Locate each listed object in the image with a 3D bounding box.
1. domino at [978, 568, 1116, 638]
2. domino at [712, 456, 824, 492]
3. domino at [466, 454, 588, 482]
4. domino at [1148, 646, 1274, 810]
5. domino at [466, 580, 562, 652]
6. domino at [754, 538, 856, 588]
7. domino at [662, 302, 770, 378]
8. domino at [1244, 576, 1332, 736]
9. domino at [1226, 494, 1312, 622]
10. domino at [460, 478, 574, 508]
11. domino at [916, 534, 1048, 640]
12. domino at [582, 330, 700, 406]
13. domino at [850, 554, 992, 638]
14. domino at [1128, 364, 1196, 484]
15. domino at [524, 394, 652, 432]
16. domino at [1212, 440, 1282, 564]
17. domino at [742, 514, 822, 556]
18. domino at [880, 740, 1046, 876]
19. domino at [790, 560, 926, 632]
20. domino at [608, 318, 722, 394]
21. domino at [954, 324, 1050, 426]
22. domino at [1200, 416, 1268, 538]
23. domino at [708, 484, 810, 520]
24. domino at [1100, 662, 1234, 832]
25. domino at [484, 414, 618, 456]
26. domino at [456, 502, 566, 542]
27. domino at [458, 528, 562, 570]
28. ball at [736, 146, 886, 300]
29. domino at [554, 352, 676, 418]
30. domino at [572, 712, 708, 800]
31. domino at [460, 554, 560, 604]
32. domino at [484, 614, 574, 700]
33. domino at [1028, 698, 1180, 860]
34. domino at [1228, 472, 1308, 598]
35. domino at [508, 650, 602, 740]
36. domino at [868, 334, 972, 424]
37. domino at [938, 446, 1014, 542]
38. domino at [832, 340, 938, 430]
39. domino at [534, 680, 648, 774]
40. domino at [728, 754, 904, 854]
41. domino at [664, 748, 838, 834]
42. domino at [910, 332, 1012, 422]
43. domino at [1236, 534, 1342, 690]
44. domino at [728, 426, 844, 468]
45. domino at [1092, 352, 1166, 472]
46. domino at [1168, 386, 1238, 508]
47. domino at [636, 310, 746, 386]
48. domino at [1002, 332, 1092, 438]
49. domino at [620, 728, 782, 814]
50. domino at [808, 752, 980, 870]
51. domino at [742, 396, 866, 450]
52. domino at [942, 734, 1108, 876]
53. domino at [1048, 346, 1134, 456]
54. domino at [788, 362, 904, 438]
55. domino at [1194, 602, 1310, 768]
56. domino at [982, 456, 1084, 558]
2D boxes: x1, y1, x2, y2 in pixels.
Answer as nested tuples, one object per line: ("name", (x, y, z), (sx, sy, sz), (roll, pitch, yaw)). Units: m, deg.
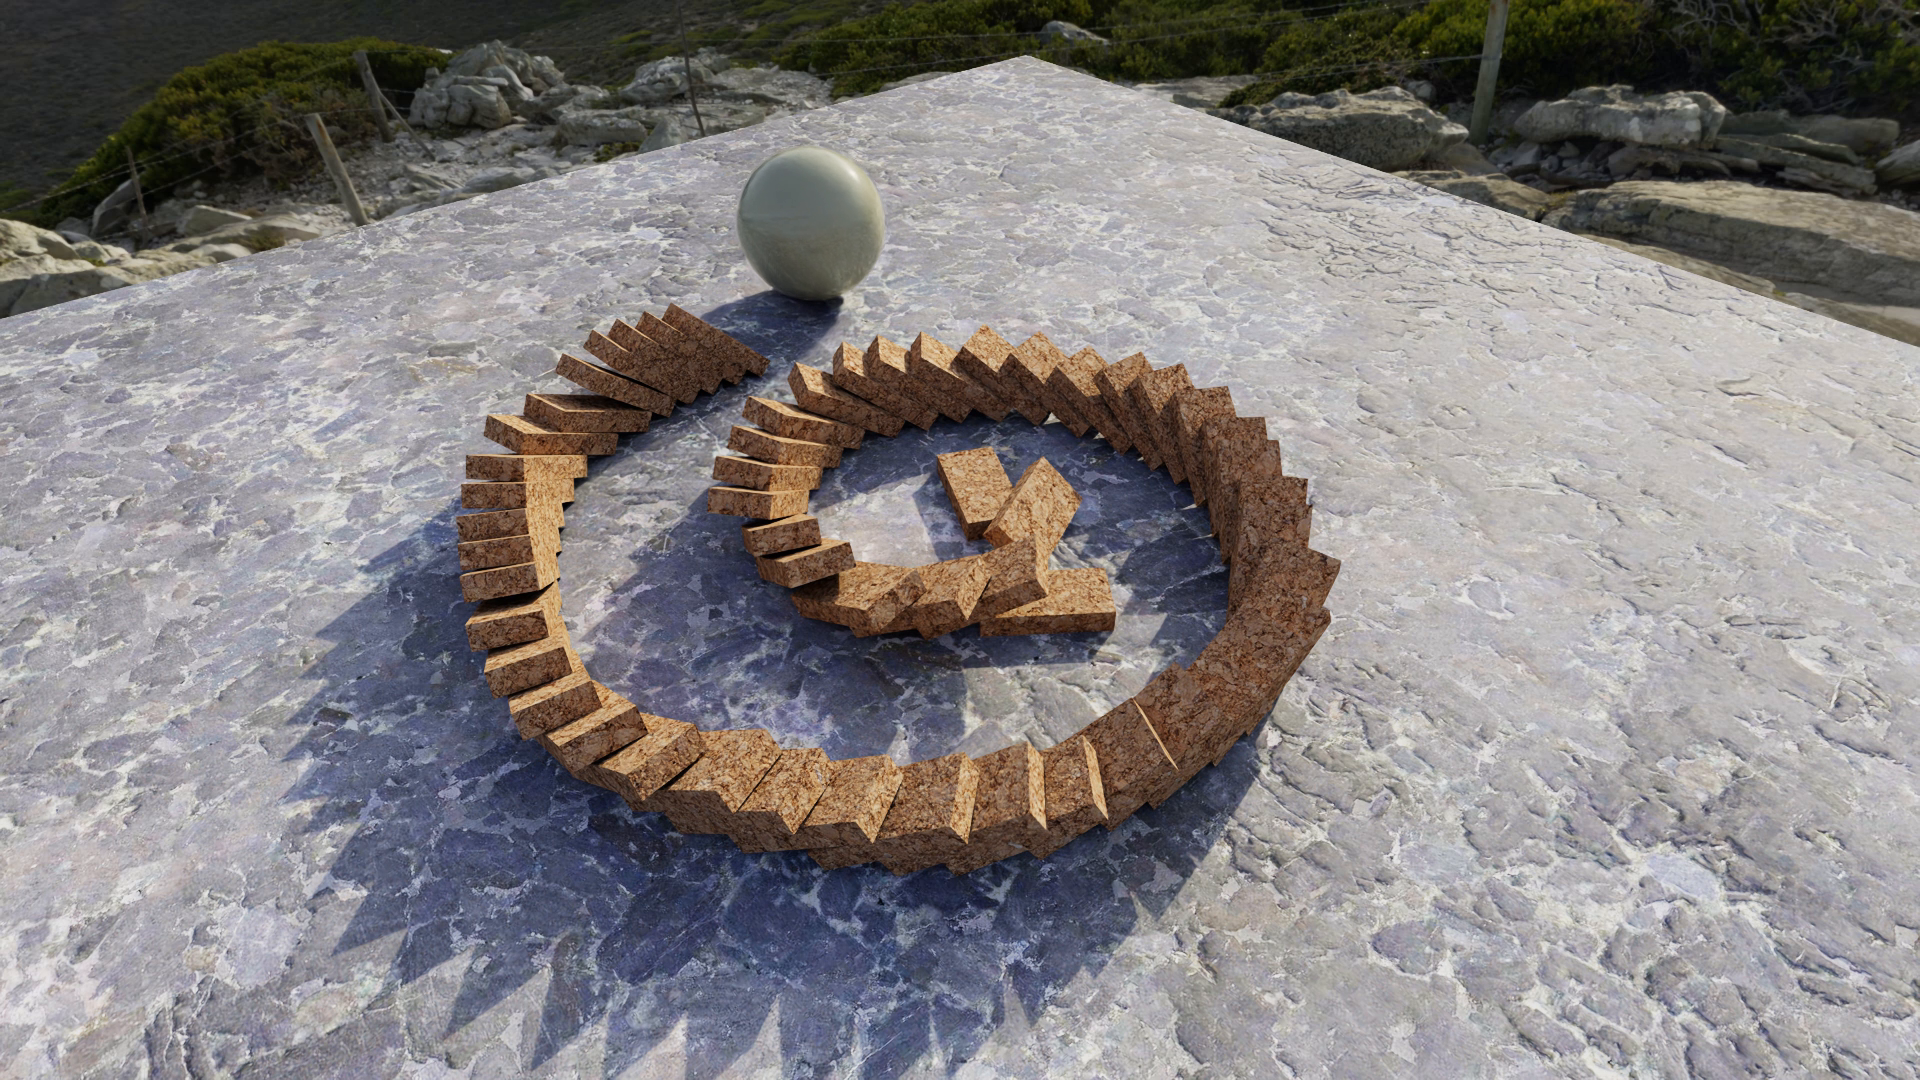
("domino", (0.032, 0.023, 0.415), (0.050, 0.010, 0.025), (-3, 39, -3))
("domino", (-0.079, -0.028, 0.456), (0.025, 0.009, 0.050), (12, 7, 15))
("domino", (-0.180, -0.031, 0.459), (0.025, 0.010, 0.050), (3, 6, 9))
("domino", (0.072, 0.060, 0.353), (0.050, 0.010, 0.025), (-40, 48, -3))
("domino", (-0.159, 0.026, 0.394), (0.025, 0.010, 0.050), (-11, 12, -13))
("domino", (-0.059, 0.008, 0.413), (0.025, 0.009, 0.050), (-18, 9, -21))
("domino", (-0.118, -0.097, 0.536), (0.025, 0.050, 0.009), (33, 94, 34))
("domino", (0.102, 0.039, 0.378), (0.025, 0.009, 0.050), (32, 77, 33))
("domino", (0.116, 0.010, 0.411), (0.025, 0.009, 0.050), (10, 71, 10))
("domino", (-0.178, -0.019, 0.446), (0.025, 0.010, 0.050), (-1, 5, 1))
("domino", (0.008, 0.017, 0.404), (0.050, 0.009, 0.025), (-22, 35, 20))
("domino", (-0.149, -0.080, 0.516), (0.025, 0.050, 0.010), (33, 94, 34))
("domino", (-0.016, 0.021, 0.400), (0.050, 0.009, 0.025), (-12, 31, 34))
("domino", (0.097, -0.051, 0.484), (0.025, 0.009, 0.050), (-18, 77, -25))
("domino", (-0.167, -0.057, 0.496), (0.025, 0.009, 0.050), (24, 17, 26))
("domino", (0.117, -0.015, 0.442), (0.025, 0.009, 0.050), (0, 71, -1))
("domino", (-0.070, -0.002, 0.425), (0.025, 0.009, 0.050), (-12, 6, -14))
("domino", (0.001, 0.080, 0.325), (0.050, 0.010, 0.025), (-24, 37, 21))
("domino", (-0.038, 0.019, 0.401), (0.025, 0.009, 0.050), (-40, 27, -30))
("domino", (-0.140, -0.087, 0.523), (0.025, 0.050, 0.010), (33, 94, 36))
("domino", (0.024, -0.078, 0.520), (0.050, 0.010, 0.025), (38, 44, -2))
("domino", (0.115, -0.026, 0.455), (0.025, 0.009, 0.050), (-1, 71, -2))
("domino", (-0.080, -0.016, 0.442), (0.025, 0.010, 0.050), (7, 6, 8))
("domino", (0.057, 0.064, 0.344), (0.050, 0.009, 0.025), (-41, 48, 1))
("domino", (-0.178, -0.046, 0.481), (0.025, 0.010, 0.050), (24, 16, 27))
("domino", (-0.175, -0.007, 0.430), (0.025, 0.009, 0.050), (-7, 5, -5))
("domino", (-0.170, 0.003, 0.419), (0.025, 0.010, 0.050), (-8, 5, -9))
("ball", (-0.080, -0.171, 0.596), (0.080, 0.080, 0.080), (0, 39, 0))
("domino", (-0.157, -0.071, 0.506), (0.025, 0.009, 0.050), (26, 5, 28))
("domino", (-0.103, 0.066, 0.344), (0.050, 0.009, 0.025), (-2, 27, 48))
("domino", (-0.165, 0.013, 0.406), (0.025, 0.009, 0.050), (-10, 6, -12))
("domino", (-0.147, 0.039, 0.377), (0.025, 0.009, 0.050), (-19, 14, -17))
("domino", (0.039, 0.073, 0.335), (0.050, 0.010, 0.025), (-35, 43, 7))
("domino", (0.119, -0.001, 0.425), (0.025, 0.010, 0.050), (8, 71, 9))
("domino", (-0.135, 0.050, 0.363), (0.025, 0.009, 0.050), (-23, 15, -21))
("domino", (-0.019, -0.075, 0.513), (0.050, 0.010, 0.025), (25, 30, -24))
("domino", (0.009, -0.020, 0.468), (0.025, 0.010, 0.050), (-10, 40, -12))
("domino", (-0.035, -0.071, 0.509), (0.050, 0.010, 0.025), (25, 30, -24))
("domino", (-0.121, 0.059, 0.353), (0.025, 0.010, 0.050), (-28, 17, -28))
("domino", (-0.043, 0.079, 0.328), (0.050, 0.010, 0.025), (-14, 31, 32))
("domino", (-0.064, 0.076, 0.332), (0.050, 0.010, 0.025), (-11, 29, 36))
("domino", (0.000, -0.076, 0.516), (0.050, 0.010, 0.025), (27, 33, -21))
("domino", (0.114, 0.025, 0.393), (0.025, 0.009, 0.050), (24, 74, 23))
("domino", (-0.074, -0.040, 0.471), (0.025, 0.010, 0.050), (19, 10, 22))
("domino", (0.084, -0.058, 0.494), (0.025, 0.010, 0.050), (-26, 80, -29))
("domino", (0.108, -0.040, 0.471), (0.025, 0.009, 0.050), (-7, 73, -14))
("domino", (-0.129, -0.092, 0.530), (0.025, 0.050, 0.009), (33, 94, 34))
("domino", (0.046, -0.073, 0.514), (0.050, 0.009, 0.025), (44, 51, 5))
("domino", (-0.080, 0.071, 0.337), (0.050, 0.010, 0.025), (-10, 30, 39))
("domino", (-0.020, 0.080, 0.325), (0.050, 0.009, 0.025), (-18, 36, 27))
("domino", (-0.068, -0.052, 0.485), (0.025, 0.009, 0.050), (29, 15, 35))
("domino", (0.018, 0.079, 0.328), (0.050, 0.009, 0.025), (-25, 36, 16))
("domino", (0.067, -0.064, 0.505), (0.025, 0.009, 0.050), (-35, 77, -35))
("domino", (-0.052, -0.064, 0.502), (0.050, 0.009, 0.025), (15, 30, -33))
("domino", (0.090, 0.048, 0.366), (0.025, 0.009, 0.050), (37, 80, 34))
("domino", (0.030, -0.010, 0.444), (0.025, 0.010, 0.050), (45, 44, -11))
